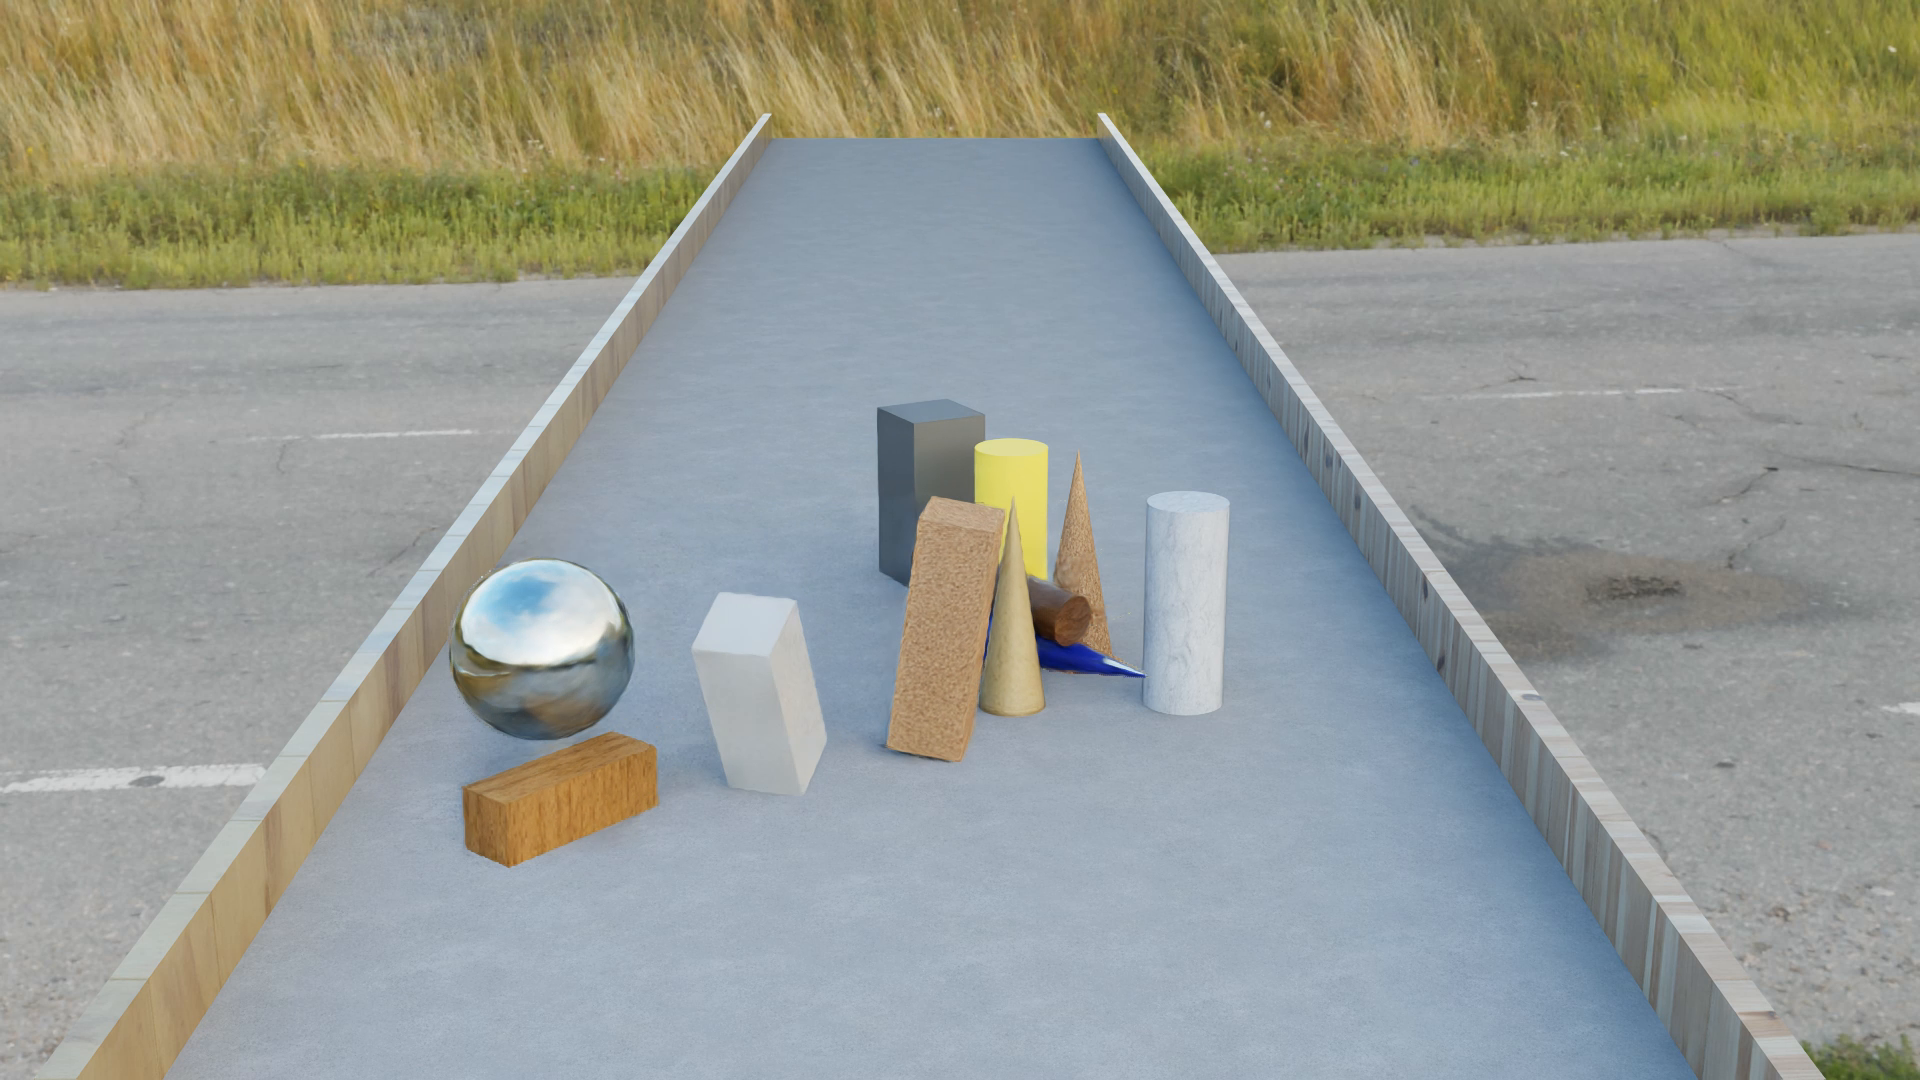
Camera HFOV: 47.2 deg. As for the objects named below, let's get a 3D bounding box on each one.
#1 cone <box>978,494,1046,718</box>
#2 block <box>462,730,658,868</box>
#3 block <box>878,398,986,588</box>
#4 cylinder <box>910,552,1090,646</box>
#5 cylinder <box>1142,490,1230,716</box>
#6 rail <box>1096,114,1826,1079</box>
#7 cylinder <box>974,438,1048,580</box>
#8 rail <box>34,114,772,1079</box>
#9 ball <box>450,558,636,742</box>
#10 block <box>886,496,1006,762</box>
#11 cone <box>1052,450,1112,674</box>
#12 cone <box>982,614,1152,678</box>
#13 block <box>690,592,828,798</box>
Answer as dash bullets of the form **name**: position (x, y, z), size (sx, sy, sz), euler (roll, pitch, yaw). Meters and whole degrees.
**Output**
- **cone**: position (0.098, 0.111, 4.115), size (0.129, 0.421, 0.129), euler (0, 17, 0)
- **block**: position (-0.653, 0.422, 3.616), size (0.109, 0.109, 0.318), euler (13, 21, 38)
- **block**: position (-0.064, -0.103, 4.905), size (0.177, 0.380, 0.177), euler (-9, 19, -27)
- **cylinder**: position (0.075, 0.095, 4.296), size (0.101, 0.101, 0.401), euler (-15, 28, -42)
- **cylinder**: position (0.424, 0.118, 4.140), size (0.154, 0.394, 0.154), euler (0, 17, 0)
- **rail**: position (0.932, -0.844, 7.801), size (0.050, 0.150, 12.000), euler (0, 17, -1)
- **cylinder**: position (0.107, -0.017, 4.636), size (0.153, 0.368, 0.153), euler (0, 17, 0)
- **rail**: position (-1.118, -0.838, 7.780), size (0.050, 0.150, 12.000), euler (0, 17, -1)
- **ball**: position (-0.708, 0.185, 3.734), size (0.312, 0.312, 0.312), euler (0, 17, 0)
- **block**: position (-0.025, 0.158, 3.896), size (0.133, 0.437, 0.133), euler (11, 19, 6)
- **cone**: position (0.231, 0.031, 4.350), size (0.153, 0.440, 0.153), euler (0, 17, 0)
- **cone**: position (0.198, 0.217, 4.224), size (0.132, 0.132, 0.455), euler (-15, 19, -41)
- **block**: position (-0.334, 0.262, 3.710), size (0.136, 0.335, 0.136), euler (5, 43, 16)
